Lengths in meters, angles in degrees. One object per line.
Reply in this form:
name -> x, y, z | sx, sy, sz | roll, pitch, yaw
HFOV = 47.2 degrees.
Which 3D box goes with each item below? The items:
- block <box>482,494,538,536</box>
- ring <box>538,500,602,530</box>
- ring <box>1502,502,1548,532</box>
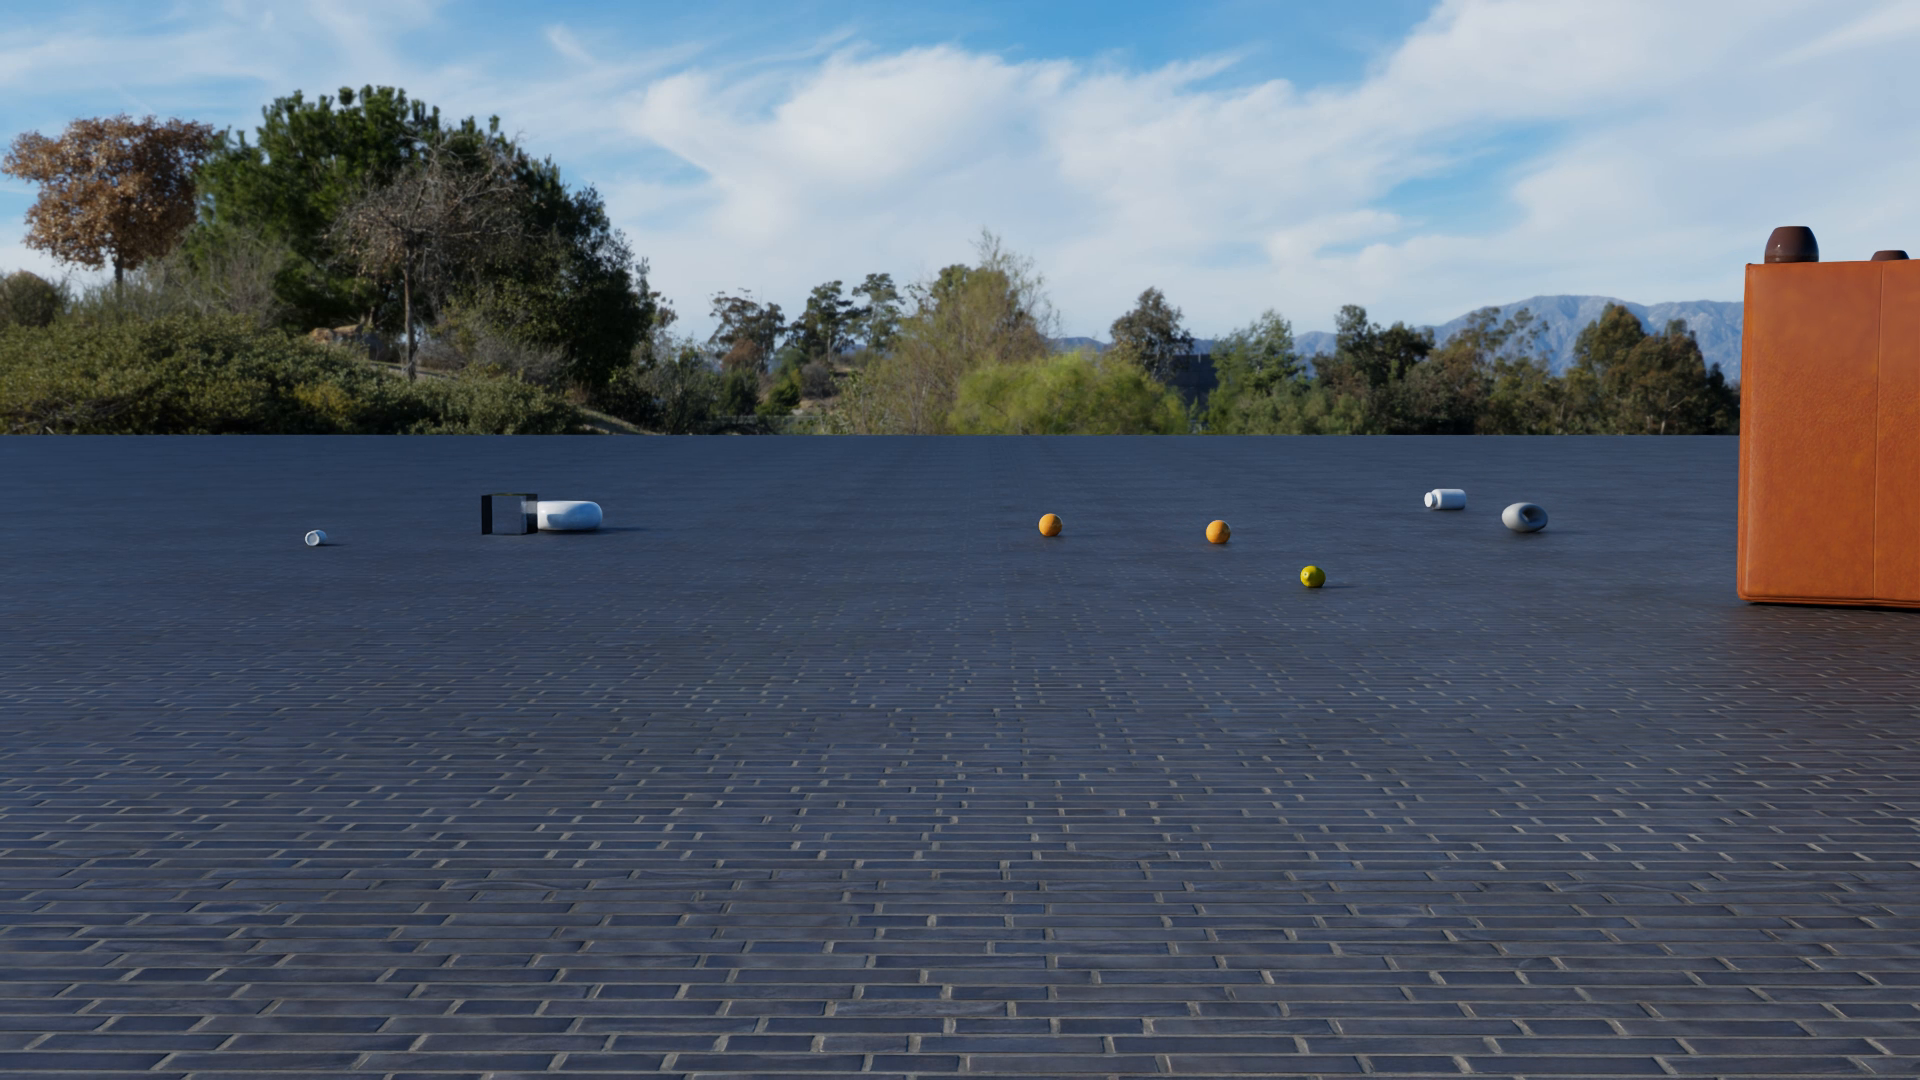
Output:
block -> -1.396, -0.080, 6.819 | 0.128, 0.122, 0.141 | 1, 4, 10
ring -> -1.260, -0.078, 7.037 | 0.231, 0.090, 0.253 | 0, 3, -22
ring -> 1.770, -0.069, 6.891 | 0.150, 0.094, 0.078 | 8, -12, -24
